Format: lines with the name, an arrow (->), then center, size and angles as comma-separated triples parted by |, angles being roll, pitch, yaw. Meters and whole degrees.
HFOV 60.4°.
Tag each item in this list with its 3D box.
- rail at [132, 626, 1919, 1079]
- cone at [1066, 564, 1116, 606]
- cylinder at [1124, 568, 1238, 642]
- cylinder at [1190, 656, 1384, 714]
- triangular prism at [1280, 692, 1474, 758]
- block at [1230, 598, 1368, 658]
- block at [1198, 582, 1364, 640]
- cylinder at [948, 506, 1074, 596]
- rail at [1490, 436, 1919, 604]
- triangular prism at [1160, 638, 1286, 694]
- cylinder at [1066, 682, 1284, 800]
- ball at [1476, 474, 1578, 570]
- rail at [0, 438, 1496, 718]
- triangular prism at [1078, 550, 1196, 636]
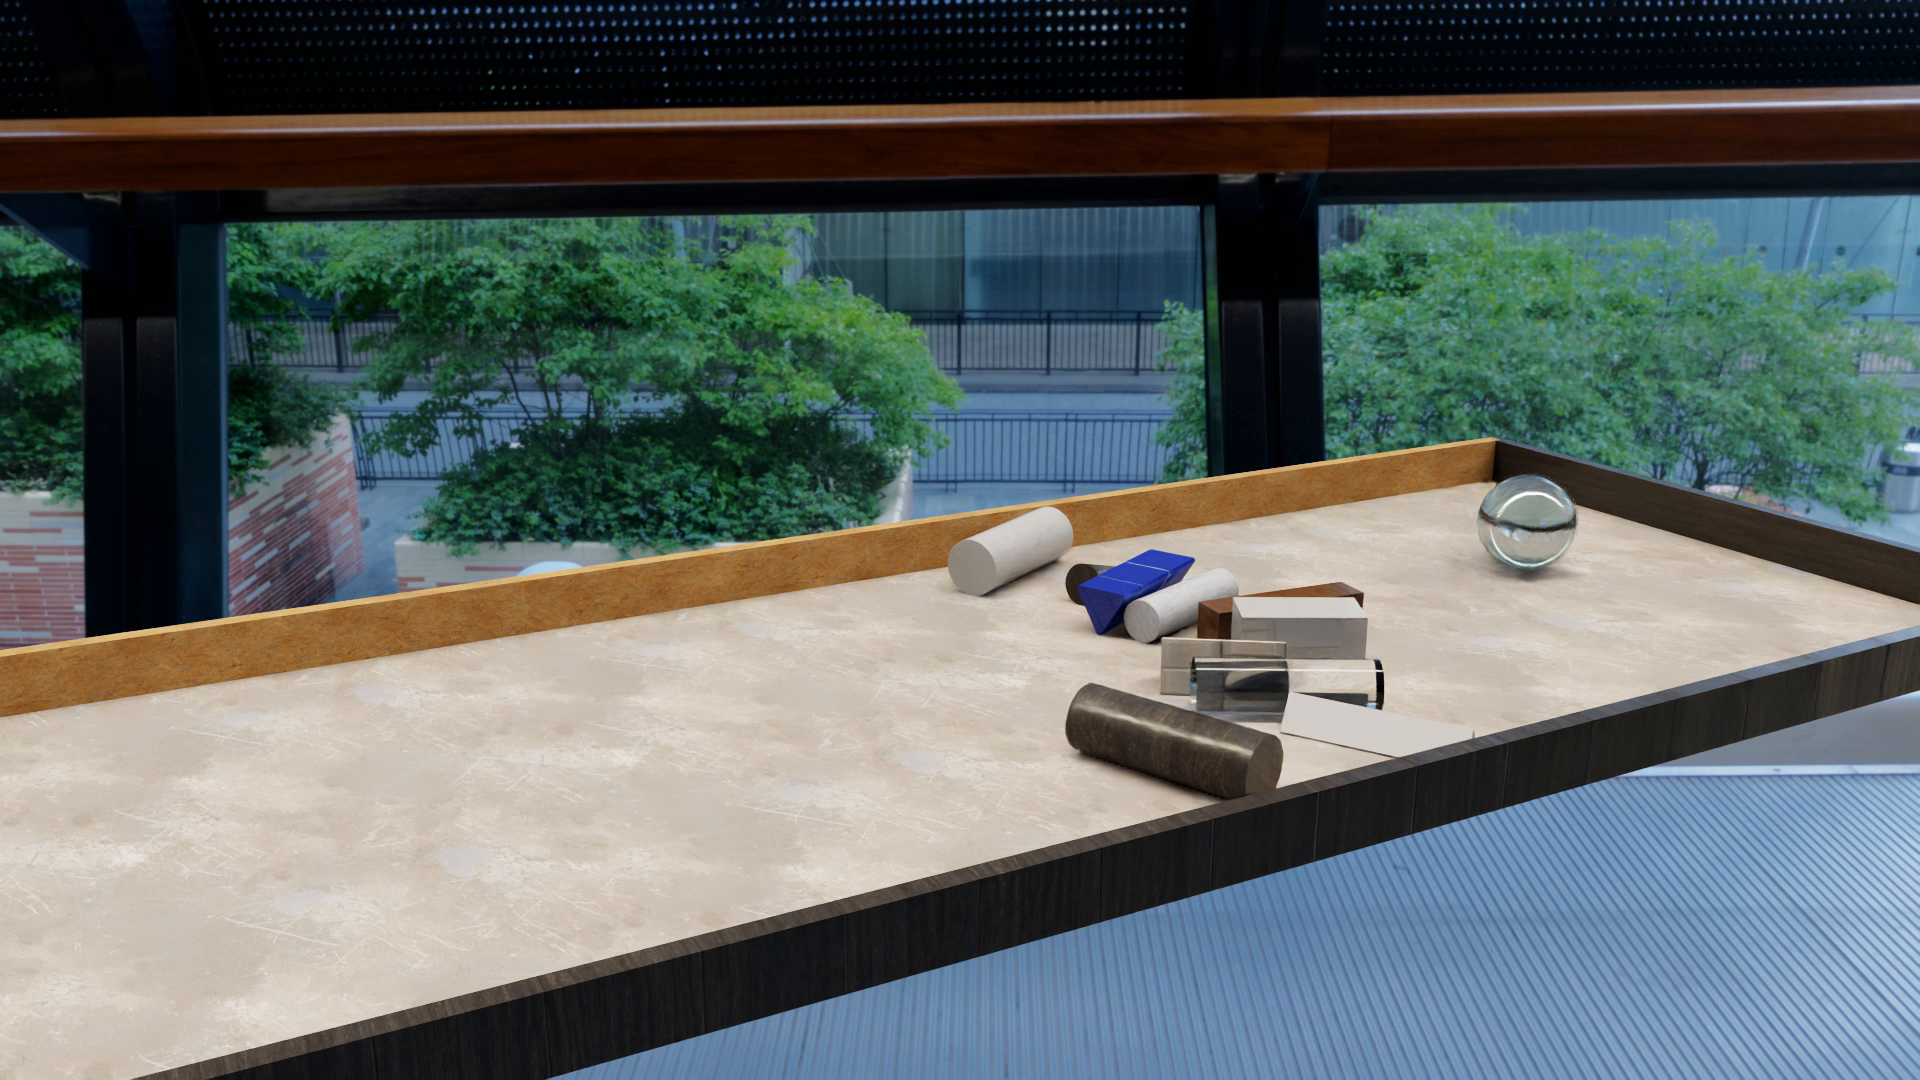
rail -> -2.336, 1.006, 1.665 | 12.000, 0.150, 0.050 | -9, 18, -27
cone -> 0.486, 0.110, 4.873 | 0.121, 0.121, 0.428 | 13, 13, 38
cylinder -> 0.613, 0.177, 4.543 | 0.118, 0.118, 0.383 | 14, 21, 40
cylinder -> 0.776, 0.348, 3.932 | 0.438, 0.134, 0.134 | 1, 16, 2
triangular prism -> 0.949, 0.426, 3.748 | 0.426, 0.084, 0.097 | 10, 19, 30
block -> 0.865, 0.248, 4.225 | 0.314, 0.160, 0.160 | 0, 16, 1
block -> 0.869, 0.205, 4.468 | 0.455, 0.106, 0.106 | -7, 18, -22
cylinder -> 0.157, 0.029, 4.958 | 0.169, 0.169, 0.441 | 11, 19, 32
rail -> 2.466, -0.048, 5.253 | 0.050, 0.150, 2.100 | -9, 18, -27
triangular prism -> 0.651, 0.305, 4.091 | 0.304, 0.121, 0.140 | 2, 16, 6
cylinder -> 0.461, 0.440, 3.586 | 0.460, 0.154, 0.154 | 13, 21, 38
ball -> 1.724, -0.053, 5.020 | 0.290, 0.290, 0.290 | 0, 16, 0
rail -> -3.305, 0.497, 3.399 | 12.000, 0.150, 0.050 | -9, 18, -27
triangular prism -> 0.481, 0.117, 4.623 | 0.126, 0.146, 0.418 | 42, 33, 18
